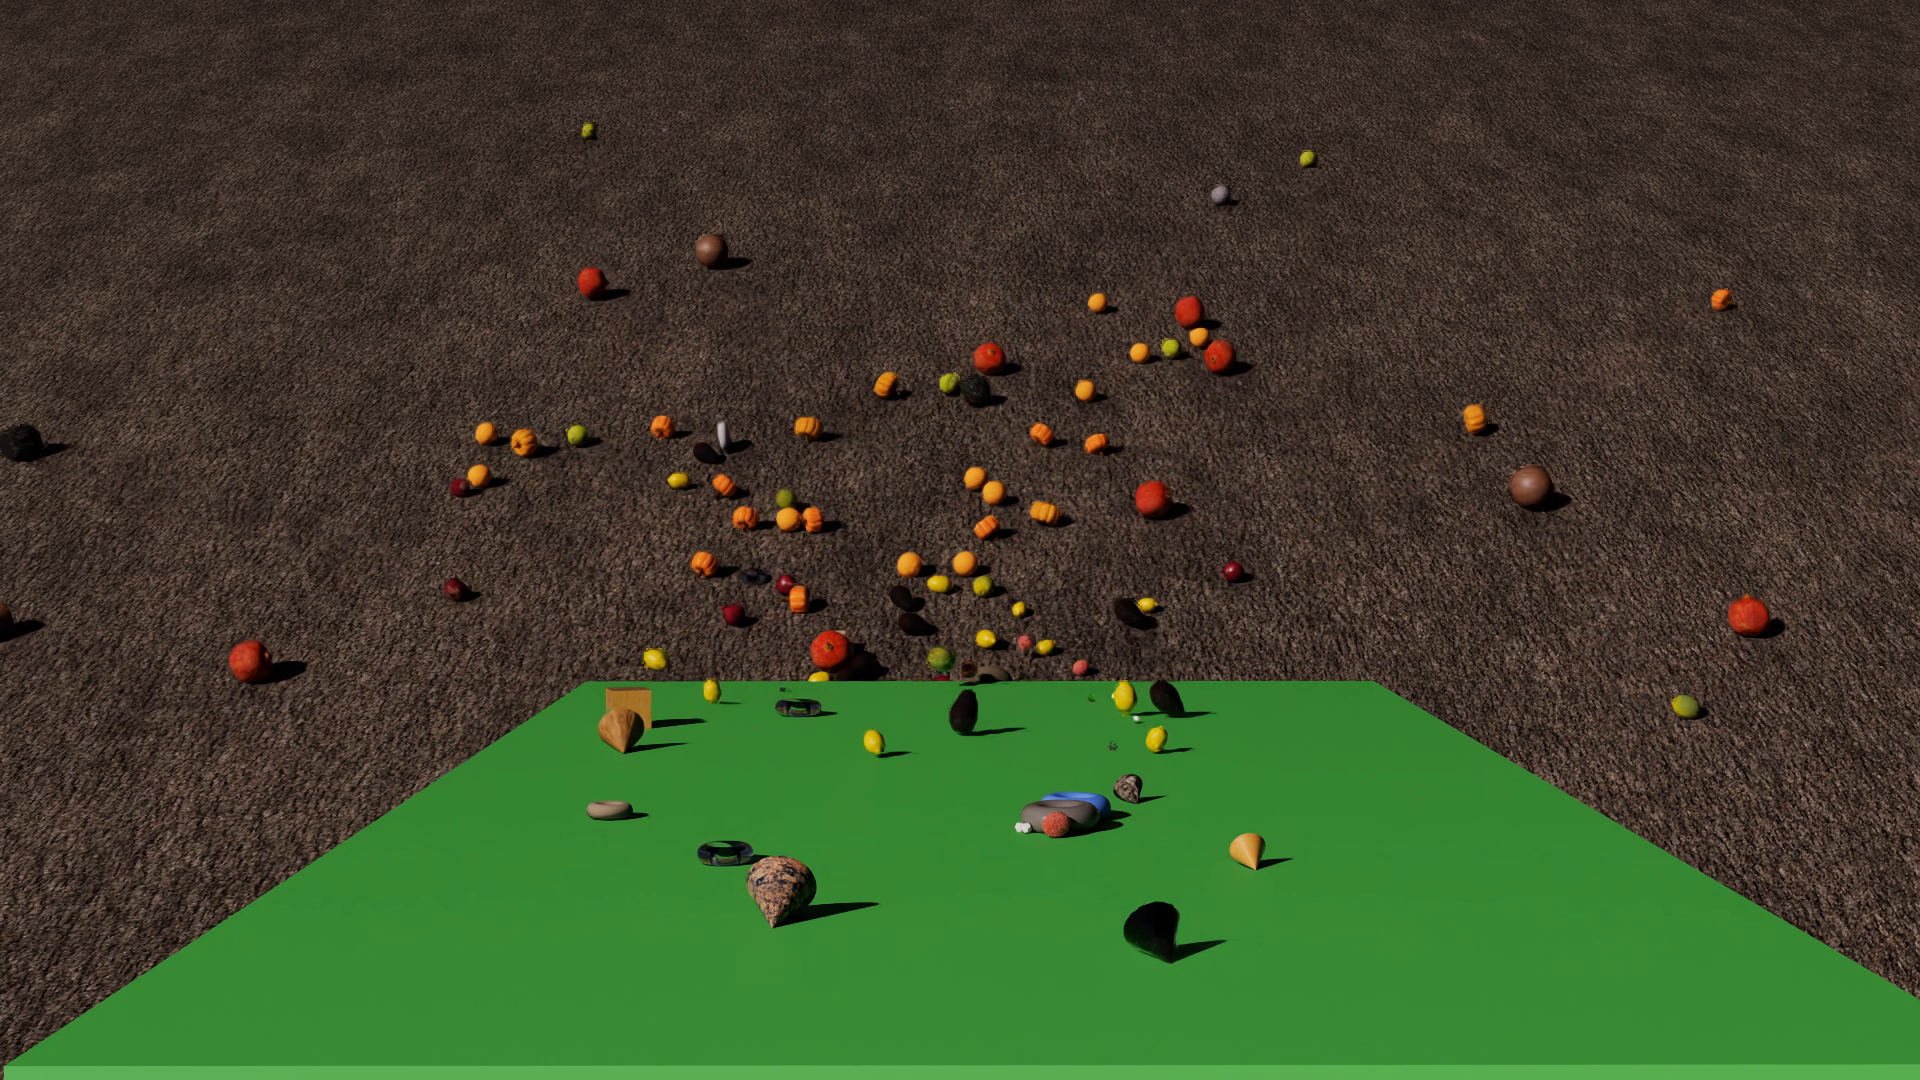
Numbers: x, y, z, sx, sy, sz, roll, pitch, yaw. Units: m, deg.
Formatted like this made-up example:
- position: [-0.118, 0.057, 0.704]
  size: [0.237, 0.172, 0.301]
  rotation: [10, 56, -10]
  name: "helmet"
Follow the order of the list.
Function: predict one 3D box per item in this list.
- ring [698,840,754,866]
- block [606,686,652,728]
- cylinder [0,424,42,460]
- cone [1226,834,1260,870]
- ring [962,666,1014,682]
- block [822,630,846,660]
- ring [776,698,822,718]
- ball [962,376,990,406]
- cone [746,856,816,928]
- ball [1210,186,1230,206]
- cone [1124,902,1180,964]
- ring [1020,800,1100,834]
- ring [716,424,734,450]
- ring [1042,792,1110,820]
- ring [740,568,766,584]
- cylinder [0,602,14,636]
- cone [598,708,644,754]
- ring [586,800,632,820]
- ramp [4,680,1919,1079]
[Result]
- position: [-0.342, 0.457, 3.753]
  size: [0.083, 0.028, 0.083]
  rotation: [-1, 3, 0]
  name: "ring"
- position: [-0.709, 0.359, 5.504]
  size: [0.082, 0.082, 0.082]
  rotation: [-1, 2, -18]
  name: "block"
- position: [-2.989, -0.311, 8.191]
  size: [0.091, 0.091, 0.091]
  rotation: [16, 30, 32]
  name: "cylinder"
- position: [0.420, 0.460, 3.706]
  size: [0.054, 0.054, 0.054]
  rotation: [-11, 58, -24]
  name: "cone"
- position: [0.070, 0.372, 6.583]
  size: [0.135, 0.135, 0.045]
  rotation: [-1, 48, -2]
  name: "ring"
- position: [-0.336, 0.280, 6.882]
  size: [0.057, 0.057, 0.057]
  rotation: [1, 23, 3]
  name: "block"
- position: [-0.360, 0.374, 5.735]
  size: [0.105, 0.035, 0.105]
  rotation: [1, 1, 0]
  name: "ring"
- position: [0.053, -0.500, 8.630]
  size: [0.096, 0.096, 0.096]
  rotation: [0, 23, 0]
  name: "ball"
- position: [-0.234, 0.468, 3.289]
  size: [0.092, 0.092, 0.092]
  rotation: [2, 29, 3]
  name: "cone"
- position: [1.097, -1.449, 10.836]
  size: [0.081, 0.081, 0.081]
  rotation: [0, 23, 0]
  name: "ball"
- position: [0.240, 0.481, 3.061]
  size: [0.072, 0.072, 0.072]
  rotation: [-6, 30, -14]
  name: "cone"
- position: [0.158, 0.437, 4.067]
  size: [0.126, 0.042, 0.126]
  rotation: [-1, 2, 0]
  name: "ring"
- position: [-0.755, -0.329, 8.246]
  size: [0.031, 0.094, 0.094]
  rotation: [-18, 20, 14]
  name: "ring"
- position: [0.187, 0.434, 4.182]
  size: [0.116, 0.039, 0.116]
  rotation: [1, 2, 0]
  name: "ring"
- position: [-0.588, 0.104, 7.326]
  size: [0.078, 0.026, 0.078]
  rotation: [1, 24, 0]
  name: "ring"
- position: [-2.628, 0.223, 6.974]
  size: [0.088, 0.088, 0.088]
  rotation: [18, 29, 36]
  name: "cylinder"
- position: [-0.666, 0.397, 5.081]
  size: [0.092, 0.092, 0.092]
  rotation: [-4, 30, -9]
  name: "cone"
- position: [-0.570, 0.440, 4.193]
  size: [0.075, 0.025, 0.075]
  rotation: [1, 2, 0]
  name: "ring"
- position: [0.054, 0.488, 4.541]
  size: [2.000, 0.100, 4.000]
  rotation: [0, 2, 0]
  name: "ramp"
